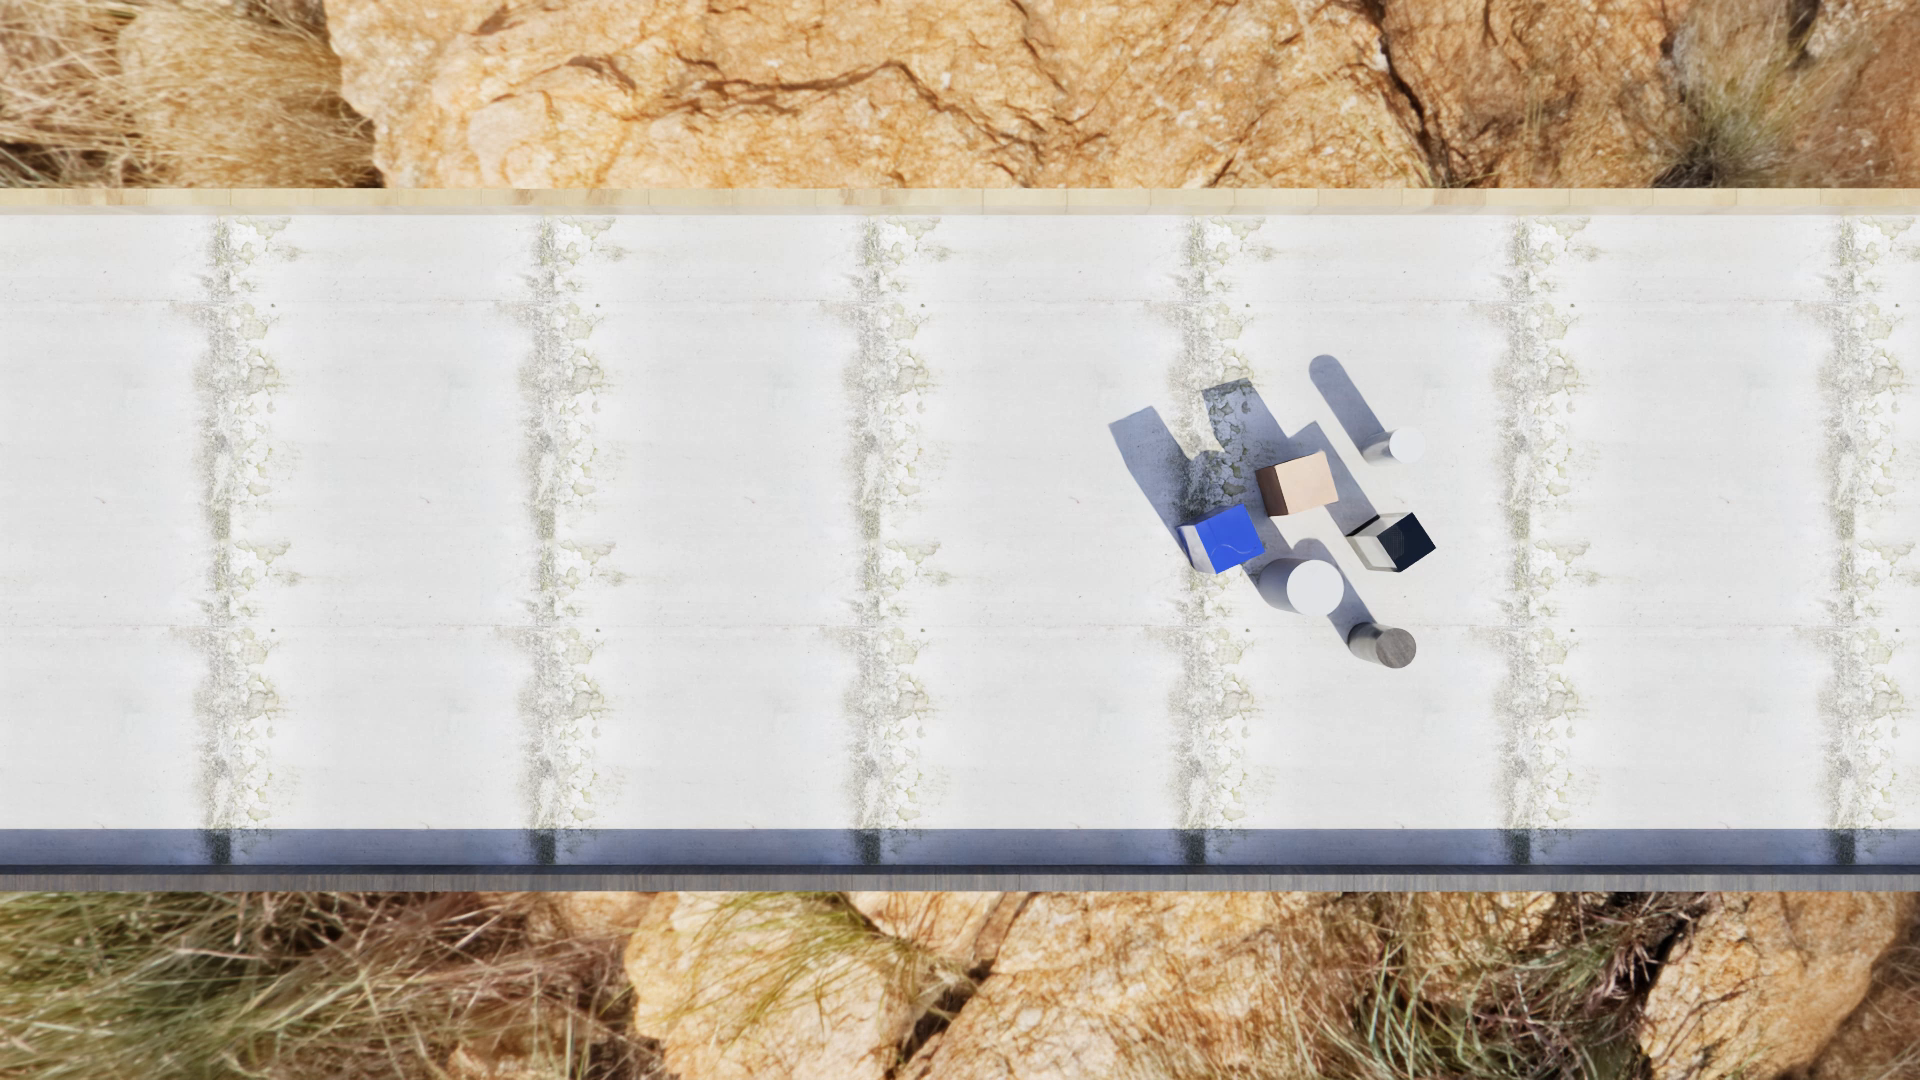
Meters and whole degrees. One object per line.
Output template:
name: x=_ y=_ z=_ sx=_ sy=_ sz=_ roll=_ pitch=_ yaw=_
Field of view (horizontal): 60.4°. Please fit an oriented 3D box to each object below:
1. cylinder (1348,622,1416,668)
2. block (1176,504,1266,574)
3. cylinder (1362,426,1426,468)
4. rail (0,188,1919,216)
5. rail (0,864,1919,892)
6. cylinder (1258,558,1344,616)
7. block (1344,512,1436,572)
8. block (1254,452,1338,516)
cylinder: x=1.251 y=0.311 z=4.903 sx=0.118 sy=0.347 sz=0.118 roll=0 pitch=90 yaw=0
block: x=0.762 y=-0.004 z=4.868 sx=0.152 sy=0.417 sz=0.152 roll=-25 pitch=90 yaw=0
cylinder: x=1.288 y=-0.274 z=4.912 sx=0.104 sy=0.329 sz=0.104 roll=0 pitch=90 yaw=0
rail: x=-2.247 y=-1.025 z=5.002 sx=12.000 sy=0.150 sz=0.050 roll=0 pitch=90 yaw=0
rail: x=-2.247 y=1.025 z=5.001 sx=12.000 sy=0.150 sz=0.050 roll=0 pitch=90 yaw=0
cylinder: x=0.998 y=0.136 z=4.854 sx=0.160 sy=0.445 sz=0.160 roll=0 pitch=90 yaw=0
block: x=1.270 y=0.006 z=4.883 sx=0.125 sy=0.387 sz=0.125 roll=-34 pitch=90 yaw=0
block: x=0.998 y=-0.164 z=4.912 sx=0.149 sy=0.330 sz=0.149 roll=-16 pitch=90 yaw=0
